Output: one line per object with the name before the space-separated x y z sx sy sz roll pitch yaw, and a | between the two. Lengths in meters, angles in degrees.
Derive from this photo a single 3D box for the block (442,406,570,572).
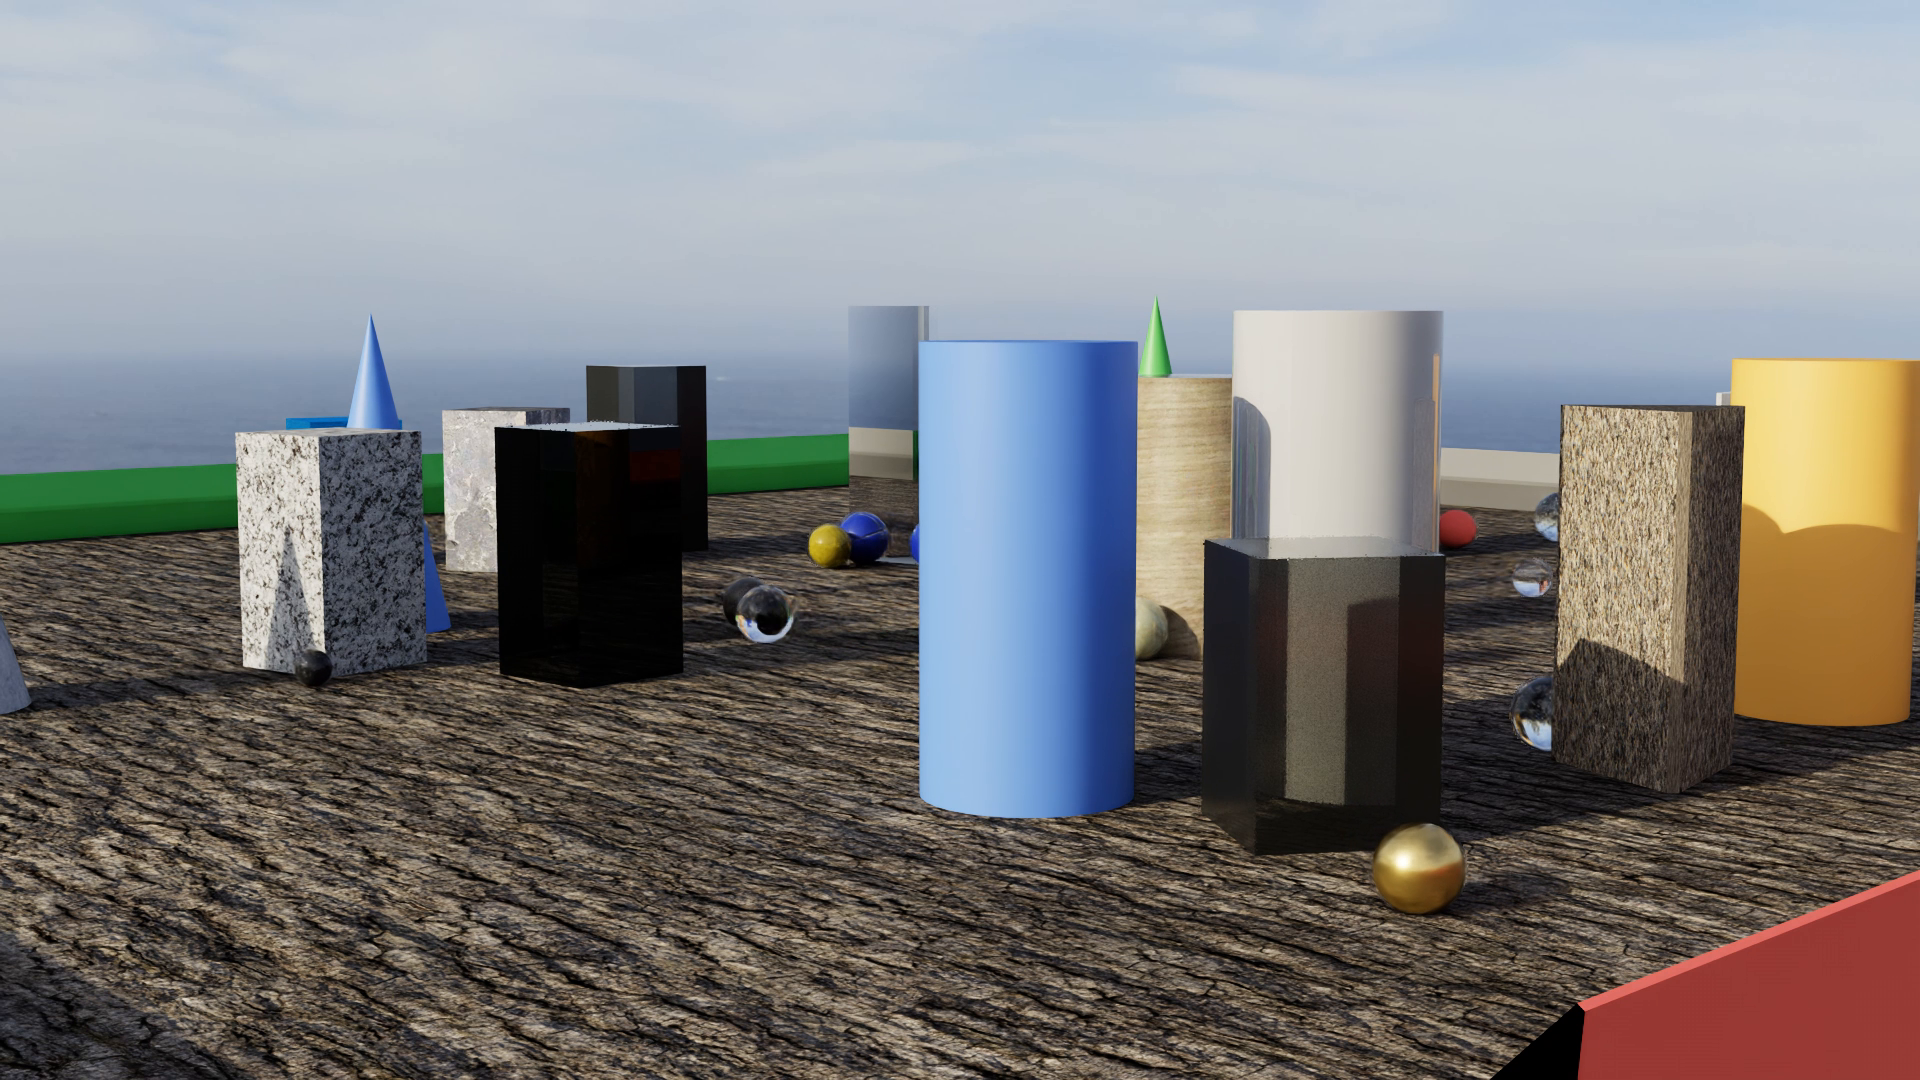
block | -0.785 -0.090 3.824 0.159 0.275 0.159 2 6 18

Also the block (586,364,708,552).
block | -0.583 -0.153 4.100 0.159 0.344 0.159 -5 8 -41

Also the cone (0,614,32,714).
cone | -1.153 0.006 2.456 0.199 0.367 0.199 0 6 0

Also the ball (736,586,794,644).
ball | -0.262 0.100 2.950 0.078 0.078 0.078 0 6 0

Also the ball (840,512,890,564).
ball | -0.171 -0.003 3.877 0.091 0.091 0.091 0 6 0

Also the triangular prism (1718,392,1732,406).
triangular prism | 1.210 -0.062 3.316 0.172 0.324 0.149 1 6 7

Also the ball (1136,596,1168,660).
ball | 0.224 0.113 2.805 0.082 0.082 0.082 0 6 0

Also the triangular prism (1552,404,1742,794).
triangular prism | 0.650 0.047 2.131 0.149 0.353 0.172 4 7 36

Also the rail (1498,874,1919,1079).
rail | 1.280 0.177 1.952 4.015 0.129 0.045 -5 8 -42

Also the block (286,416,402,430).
block | -1.083 -0.085 3.875 0.159 0.255 0.159 -4 7 -31

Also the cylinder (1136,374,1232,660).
cylinder | 0.314 -0.036 2.900 0.199 0.360 0.199 0 6 0

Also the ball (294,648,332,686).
ball | -0.771 0.152 2.620 0.044 0.044 0.044 0 6 0

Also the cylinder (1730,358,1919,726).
cylinder | 0.956 -0.005 2.444 0.199 0.391 0.199 0 6 0

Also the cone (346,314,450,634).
cone | -0.819 -0.097 3.077 0.199 0.444 0.199 0 6 0

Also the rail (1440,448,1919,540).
rail | 1.458 -0.106 4.670 0.045 0.129 3.822 -5 8 -42

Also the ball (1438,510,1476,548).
ball | 0.932 -0.020 4.125 0.074 0.074 0.074 0 6 0

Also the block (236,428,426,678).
block | -0.790 0.011 2.768 0.159 0.294 0.159 4 7 35

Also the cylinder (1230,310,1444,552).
cylinder | 0.360 0.003 2.119 0.199 0.444 0.199 0 6 0

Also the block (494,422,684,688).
block | -0.454 0.013 2.693 0.159 0.304 0.159 5 8 42

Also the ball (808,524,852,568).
ball | -0.225 0.012 3.809 0.076 0.076 0.076 0 6 0

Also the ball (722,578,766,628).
ball | -0.296 0.090 3.077 0.072 0.072 0.072 0 6 0

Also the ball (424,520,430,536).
ball | -1.051 -0.020 4.279 0.042 0.042 0.042 0 6 0

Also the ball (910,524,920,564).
ball | -0.035 0.007 3.744 0.099 0.099 0.099 0 6 0

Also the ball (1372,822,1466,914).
ball | 0.340 0.243 1.629 0.068 0.068 0.068 0 6 0

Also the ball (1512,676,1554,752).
ball | 0.599 0.176 2.230 0.076 0.076 0.076 0 6 0

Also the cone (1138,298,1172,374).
cone | 0.283 -0.122 3.199 0.199 0.469 0.199 0 6 0

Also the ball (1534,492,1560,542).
ball | 1.158 -0.044 4.245 0.096 0.096 0.096 0 6 0

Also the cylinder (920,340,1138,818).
cylinder | 0.062 0.027 2.014 0.199 0.417 0.199 0 6 0

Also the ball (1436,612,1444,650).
ball | 0.553 0.111 2.747 0.099 0.099 0.099 0 6 0

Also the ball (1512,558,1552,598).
ball | 0.890 0.060 3.421 0.061 0.061 0.061 0 6 0

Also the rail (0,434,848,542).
rail | -1.280 -0.110 4.711 4.015 0.129 0.045 -5 8 -42

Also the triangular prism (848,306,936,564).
triangular prism | -0.086 -0.193 3.954 0.172 0.453 0.149 4 7 34

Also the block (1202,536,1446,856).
block | 0.307 0.128 1.881 0.159 0.245 0.159 -1 6 -10
